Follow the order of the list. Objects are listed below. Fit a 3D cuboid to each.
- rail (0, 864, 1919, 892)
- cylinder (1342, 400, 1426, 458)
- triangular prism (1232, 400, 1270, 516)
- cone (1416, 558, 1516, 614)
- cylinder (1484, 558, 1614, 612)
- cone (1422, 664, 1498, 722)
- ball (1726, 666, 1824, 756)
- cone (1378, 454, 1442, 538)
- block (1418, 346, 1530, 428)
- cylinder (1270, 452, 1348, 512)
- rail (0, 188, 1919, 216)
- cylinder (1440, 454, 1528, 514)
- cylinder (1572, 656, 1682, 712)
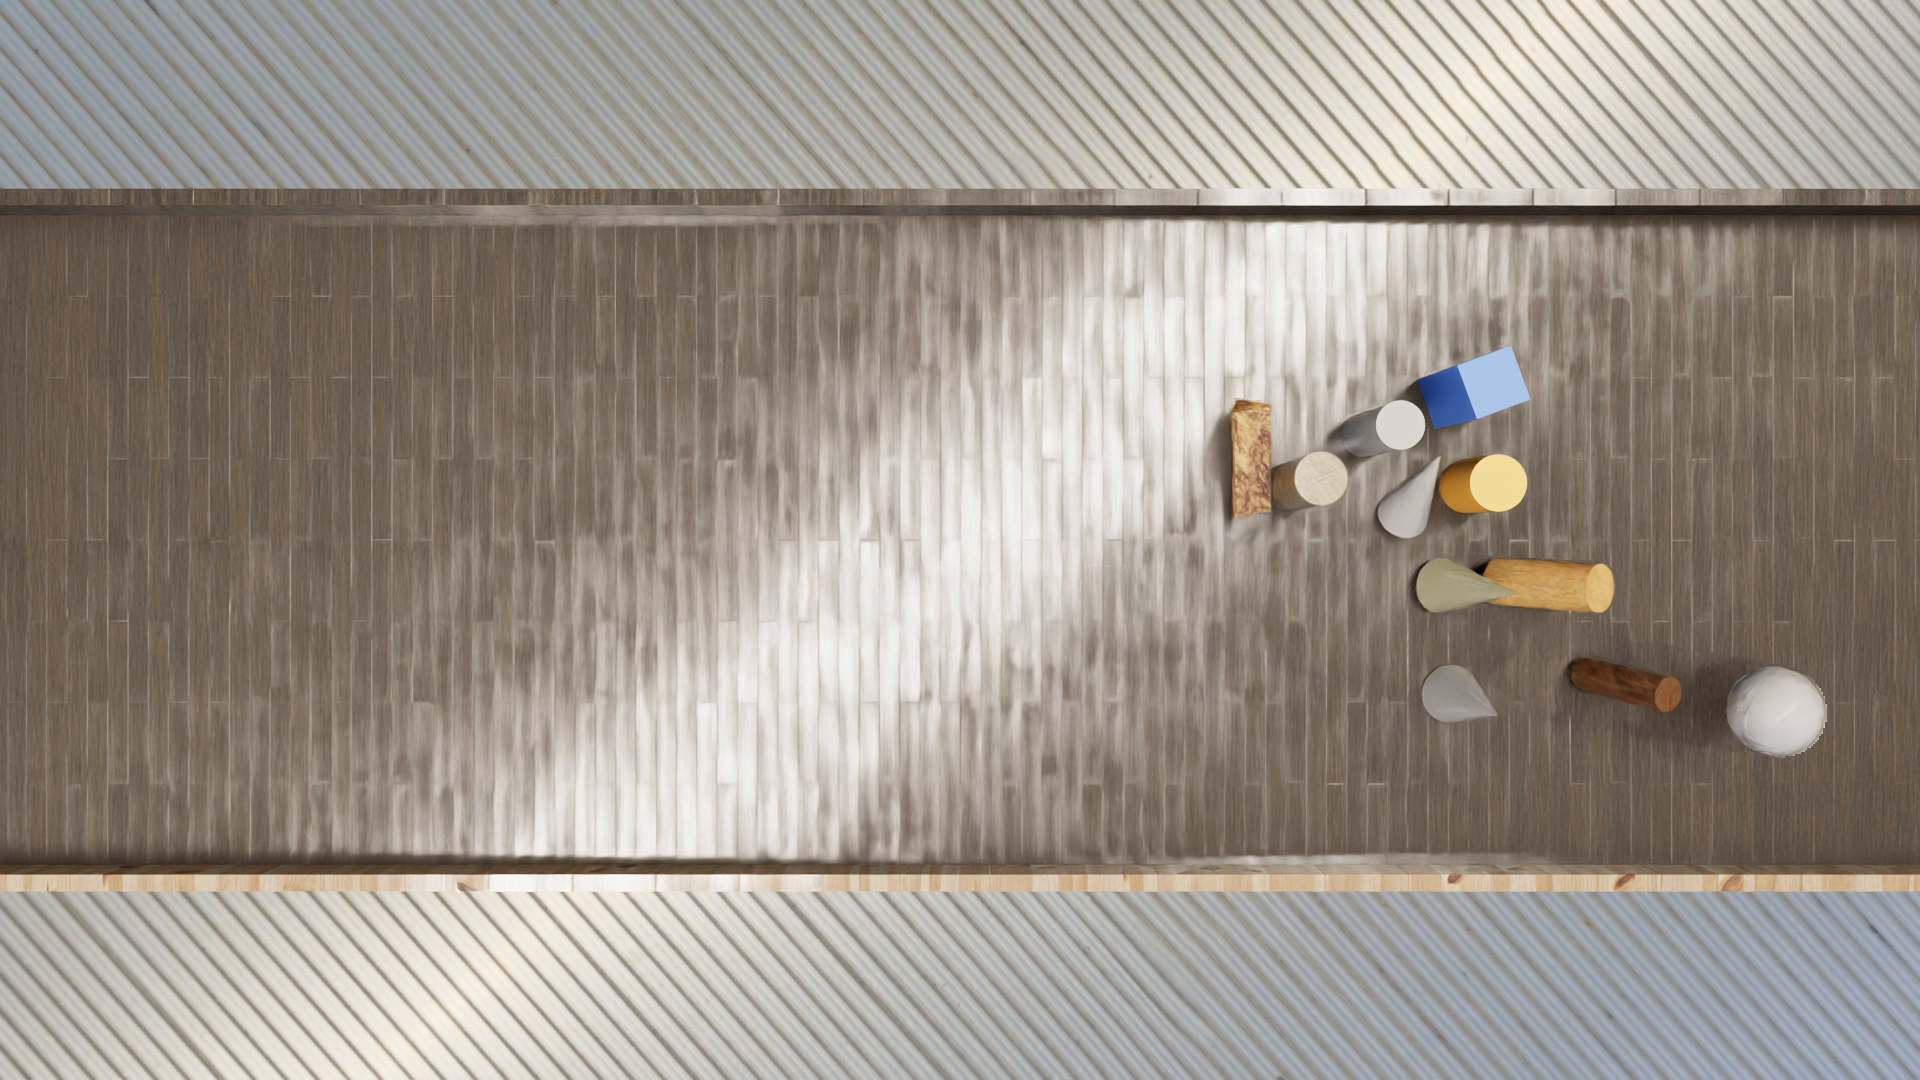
[{"bbox_3d":[-2.247,1.025,5.001,12.000,0.150,0.050,0,90,0],"label":"rail"},{"bbox_3d":[1.243,-0.324,4.864,0.139,0.425,0.139,0,90,0],"label":"cylinder"},{"bbox_3d":[0.850,-0.239,4.939,0.104,0.120,0.333,-24,120,-39],"label":"triangular prism"},{"bbox_3d":[1.529,0.146,4.873,0.171,0.373,0.171,-1,92,-18],"label":"cone"},{"bbox_3d":[1.742,0.133,4.896,0.143,0.345,0.143,-2,93,-37],"label":"cylinder"},{"bbox_3d":[1.513,0.484,4.860,0.179,0.423,0.179,0,93,-1],"label":"cone"},{"bbox_3d":[2.327,0.488,4.711,0.253,0.253,0.253,0,90,0],"label":"ball"},{"bbox_3d":[1.364,-0.159,4.878,0.155,0.368,0.155,2,63,-3],"label":"cone"},{"bbox_3d":[1.510,-0.446,4.870,0.162,0.413,0.162,-20,90,0],"label":"block"},{"bbox_3d":[1.015,-0.168,4.870,0.152,0.407,0.152,0,88,-2],"label":"cylinder"},{"bbox_3d":[-2.247,-1.025,5.002,12.000,0.150,0.050,0,90,0],"label":"rail"},{"bbox_3d":[1.558,-0.165,4.924,0.165,0.304,0.165,0,90,0],"label":"cylinder"},{"bbox_3d":[1.981,0.428,4.910,0.105,0.317,0.105,-3,98,-25],"label":"cylinder"}]
